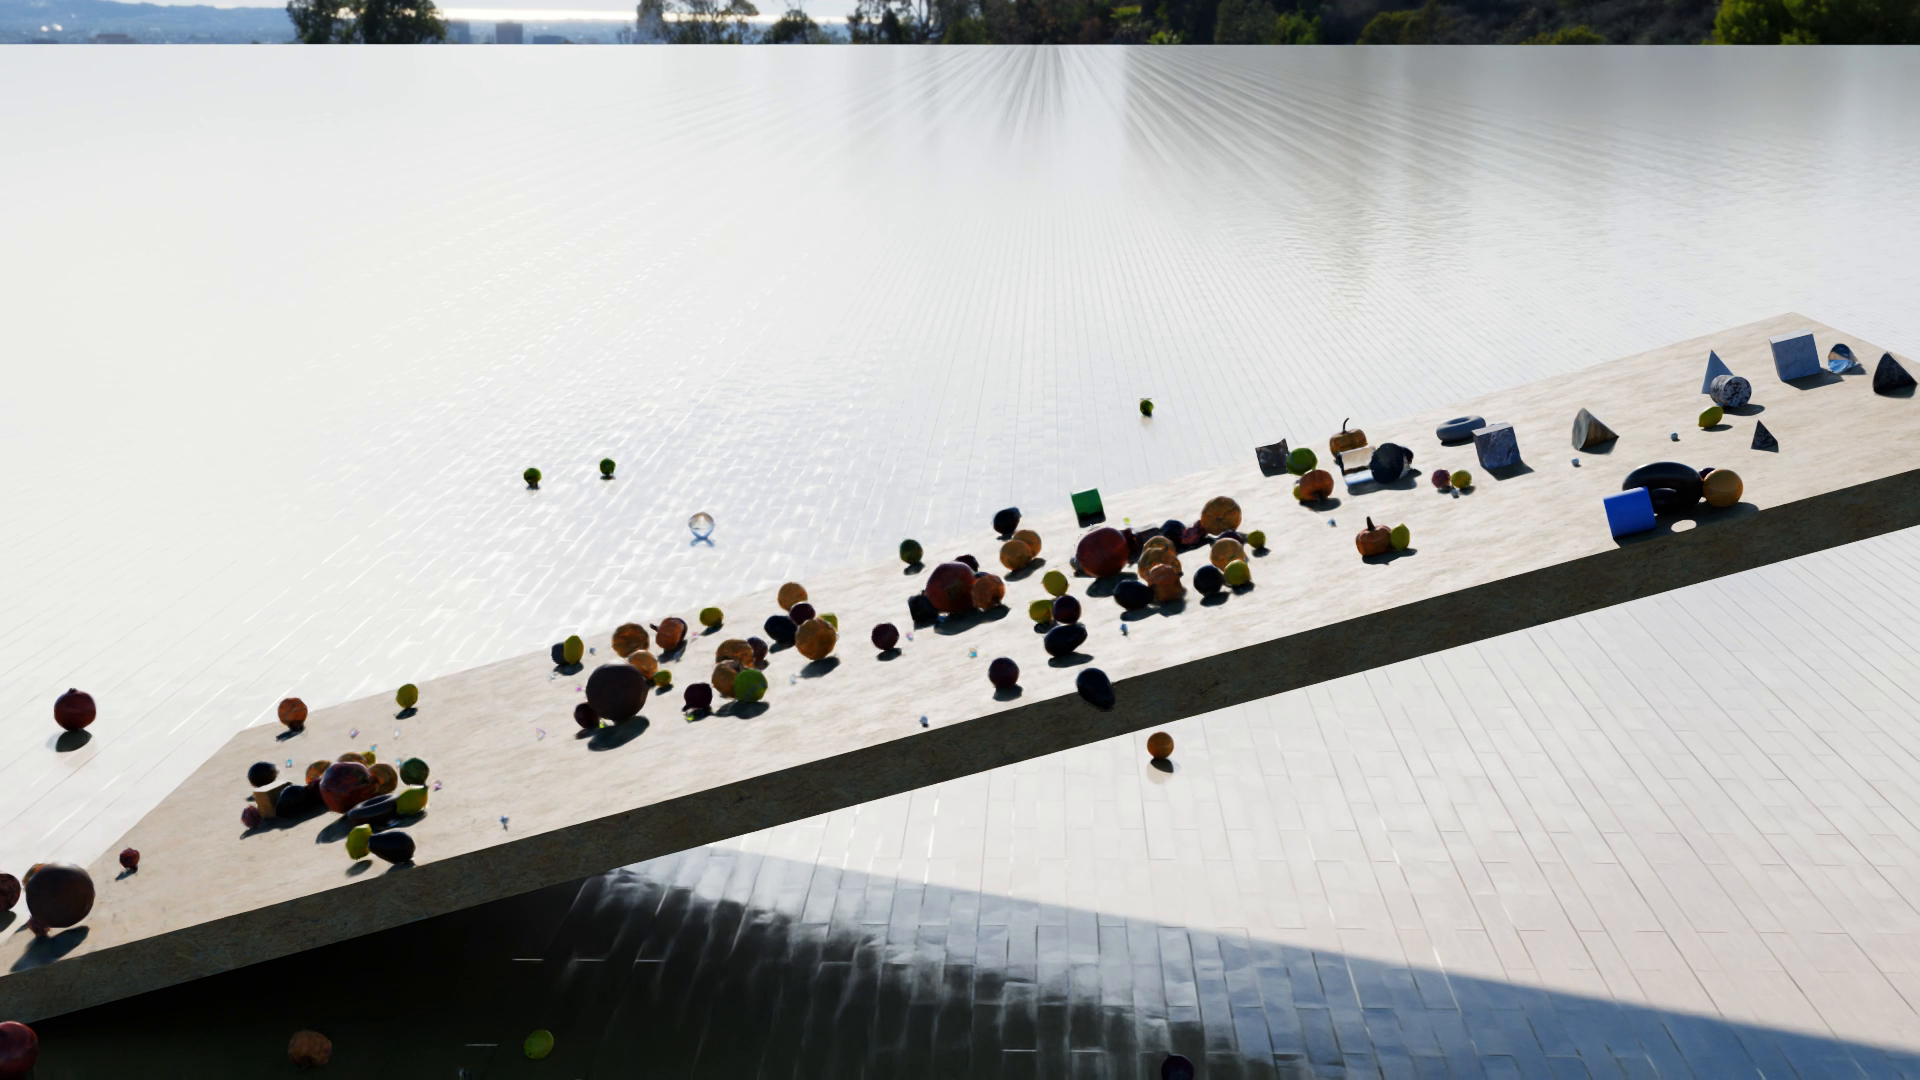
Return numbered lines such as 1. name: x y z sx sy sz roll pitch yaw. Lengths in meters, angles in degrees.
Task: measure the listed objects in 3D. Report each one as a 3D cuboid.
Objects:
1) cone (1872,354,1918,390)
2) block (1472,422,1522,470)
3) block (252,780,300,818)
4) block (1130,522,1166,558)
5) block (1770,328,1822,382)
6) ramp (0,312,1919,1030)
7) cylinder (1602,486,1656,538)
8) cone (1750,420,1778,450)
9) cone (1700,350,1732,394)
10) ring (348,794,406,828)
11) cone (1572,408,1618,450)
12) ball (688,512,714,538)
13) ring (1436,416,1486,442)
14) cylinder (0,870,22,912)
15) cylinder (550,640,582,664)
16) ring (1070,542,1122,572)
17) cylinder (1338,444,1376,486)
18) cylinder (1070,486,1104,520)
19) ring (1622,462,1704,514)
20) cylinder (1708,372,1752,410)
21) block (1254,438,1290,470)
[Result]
1. cone: 1.896 -0.328 5.936 0.079 0.079 0.079 22 20 29
2. block: 1.149 -0.202 6.299 0.078 0.078 0.078 -15 9 4
3. block: -1.455 0.552 6.259 0.062 0.062 0.062 -24 12 -39
4. block: 0.408 0.001 6.402 0.058 0.058 0.058 -16 9 0
5. block: 1.804 -0.401 6.354 0.086 0.086 0.086 -14 10 13
6. ramp: 0.084 0.190 6.326 4.000 0.100 2.000 -15 9 4
7. cylinder: 1.210 -0.050 5.315 0.080 0.080 0.080 -14 8 11
8. cone: 1.564 -0.211 5.741 0.054 0.054 0.054 -15 9 3
9. cone: 1.656 -0.376 6.441 0.090 0.090 0.090 -15 9 3
10. ring: -1.171 0.544 5.906 0.122 0.041 0.122 -16 8 2
11. cone: 1.354 -0.227 6.223 0.090 0.090 0.090 10 9 -10
12. ball: -0.940 -0.054 10.697 0.097 0.097 0.097 0 10 0
13. ring: 1.148 -0.255 6.737 0.116 0.039 0.116 -14 10 3
14. cylinder: -2.072 0.747 6.300 0.085 0.085 0.085 10 14 43
15. cylinder: -0.949 0.270 7.088 0.053 0.053 0.053 -10 3 -44
16. ring: 0.298 0.037 6.434 0.120 0.040 0.120 -17 9 3
17. cylinder: 0.887 -0.166 6.526 0.077 0.077 0.077 -13 6 17
18. cylinder: 0.306 -0.089 7.074 0.065 0.065 0.065 -16 11 0
19. ring: 1.282 -0.095 5.366 0.148 0.049 0.148 4 -28 2
20. cylinder: 1.627 -0.315 6.210 0.065 0.065 0.065 -4 23 -20
21. block: 0.749 -0.206 7.041 0.058 0.058 0.058 -10 11 30
